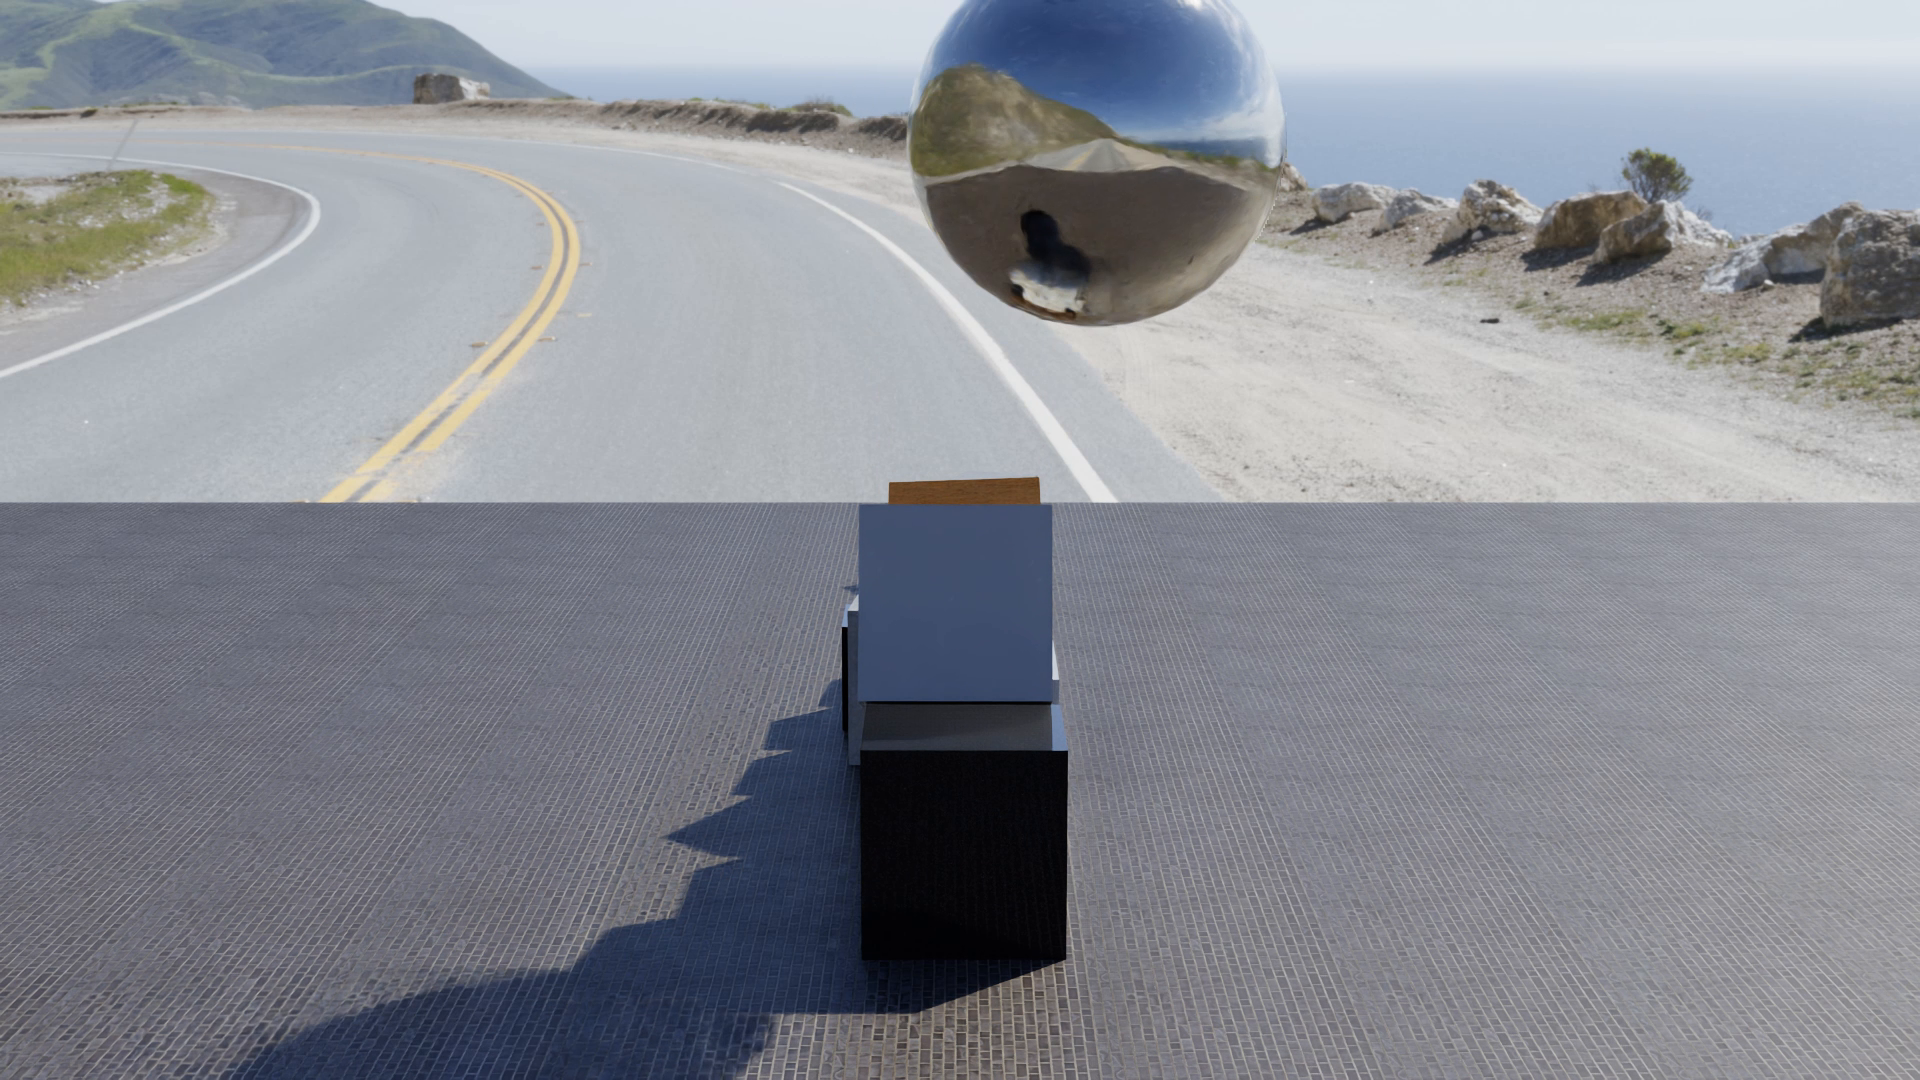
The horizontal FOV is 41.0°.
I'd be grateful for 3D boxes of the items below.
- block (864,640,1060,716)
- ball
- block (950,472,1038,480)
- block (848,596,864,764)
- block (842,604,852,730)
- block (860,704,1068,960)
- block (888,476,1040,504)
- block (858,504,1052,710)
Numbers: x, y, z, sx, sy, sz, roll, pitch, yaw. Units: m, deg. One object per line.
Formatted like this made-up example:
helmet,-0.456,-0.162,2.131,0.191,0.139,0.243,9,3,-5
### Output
block,0.007,0.951,12.119,0.889,0.794,0.819,0,10,0
ball,0.573,-1.704,10.871,1.600,1.600,1.600,0,10,0
block,0.230,-0.216,19.354,0.561,0.502,0.587,3,11,18
block,-0.168,0.706,13.416,0.756,0.810,0.648,1,10,5
block,-0.370,0.696,14.126,0.535,0.576,0.593,0,10,0
block,0.015,1.192,10.590,0.822,0.866,0.746,0,10,0
block,0.037,0.204,12.689,0.745,0.685,0.737,-2,46,2
block,-0.017,0.303,11.034,0.808,0.822,0.712,0,-7,0
